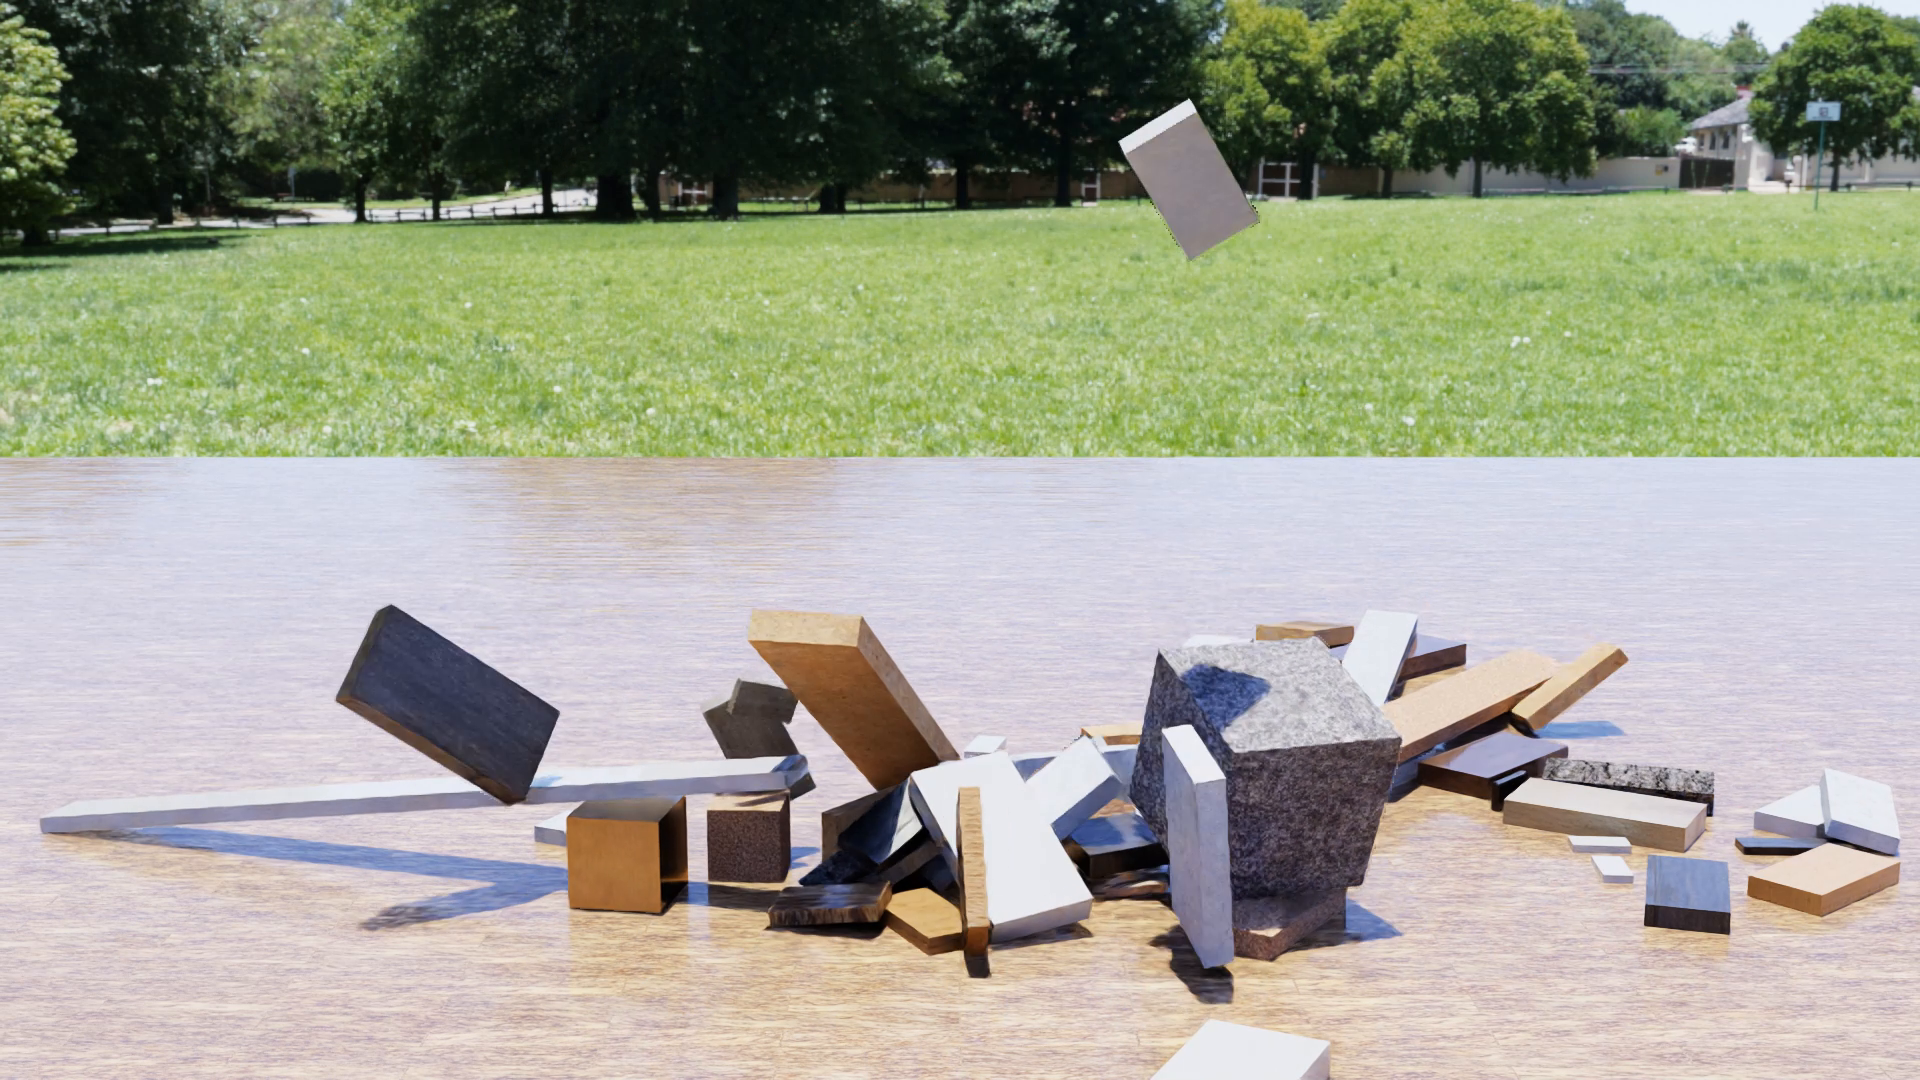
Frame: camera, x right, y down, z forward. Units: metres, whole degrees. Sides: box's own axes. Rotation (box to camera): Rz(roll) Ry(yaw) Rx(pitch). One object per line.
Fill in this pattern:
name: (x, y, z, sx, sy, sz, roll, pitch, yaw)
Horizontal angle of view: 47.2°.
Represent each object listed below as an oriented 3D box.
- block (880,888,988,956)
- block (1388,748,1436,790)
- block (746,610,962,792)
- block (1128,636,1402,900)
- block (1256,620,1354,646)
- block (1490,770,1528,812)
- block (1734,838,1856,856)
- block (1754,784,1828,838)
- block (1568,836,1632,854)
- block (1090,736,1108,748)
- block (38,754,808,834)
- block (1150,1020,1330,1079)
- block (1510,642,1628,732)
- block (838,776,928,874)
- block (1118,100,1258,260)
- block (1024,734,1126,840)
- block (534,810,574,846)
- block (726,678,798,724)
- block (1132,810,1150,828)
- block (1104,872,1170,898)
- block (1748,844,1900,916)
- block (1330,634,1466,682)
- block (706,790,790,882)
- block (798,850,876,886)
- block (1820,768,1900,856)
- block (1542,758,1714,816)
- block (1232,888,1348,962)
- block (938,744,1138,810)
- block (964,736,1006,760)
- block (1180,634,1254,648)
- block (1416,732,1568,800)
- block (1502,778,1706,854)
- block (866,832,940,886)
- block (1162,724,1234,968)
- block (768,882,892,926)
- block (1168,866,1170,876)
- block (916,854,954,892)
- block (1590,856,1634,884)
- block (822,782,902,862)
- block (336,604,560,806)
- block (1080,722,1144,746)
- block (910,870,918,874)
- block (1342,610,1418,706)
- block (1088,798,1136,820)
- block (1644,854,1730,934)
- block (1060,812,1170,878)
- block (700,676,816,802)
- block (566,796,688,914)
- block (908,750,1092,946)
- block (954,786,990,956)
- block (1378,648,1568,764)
block: (-0.052, 0.606, 3.502, 0.103, 0.029, 0.206, -6, 12, -28)
block: (0.788, 0.448, 4.314, 0.155, 0.044, 0.310, 9, 14, 39)
block: (-0.156, 0.301, 3.824, 0.179, 0.051, 0.872, 3, -22, 14)
block: (0.489, 0.370, 3.579, 0.294, 0.294, 0.294, -3, 31, -20)
block: (0.844, 0.229, 5.371, 0.145, 0.041, 0.290, 5, 3, 29)
block: (1.037, 0.474, 4.149, 0.015, 0.054, 0.107, 10, 15, 42)
block: (1.474, 0.542, 3.885, 0.191, 0.015, 0.054, 0, 11, 3)
block: (1.573, 0.503, 4.048, 0.236, 0.033, 0.118, -10, 15, -43)
block: (1.133, 0.540, 3.897, 0.101, 0.014, 0.050, 1, 11, 5)
block: (0.180, 0.441, 4.203, 0.116, 0.033, 0.241, -39, -12, 31)
block: (-0.959, 0.443, 3.808, 1.460, 0.029, 0.103, -5, 9, 18)
block: (0.343, 0.719, 2.843, 0.172, 0.049, 0.345, 5, 12, 26)
block: (1.290, 0.309, 4.662, 0.246, 0.035, 0.123, -38, 5, 0)
block: (-0.108, 0.471, 3.637, 0.090, 0.026, 0.181, 31, 47, 27)
block: (0.352, -0.548, 3.365, 0.123, 0.246, 0.035, -30, 44, 11)
block: (0.135, 0.462, 3.712, 0.284, 0.040, 0.142, -39, 28, 2)
block: (-0.647, 0.525, 3.938, 0.206, 0.029, 0.103, 5, 12, 25)
block: (-0.334, 0.274, 3.748, 0.122, 0.061, 0.017, 14, 9, -37)
block: (0.347, 0.472, 3.684, 0.104, 0.015, 0.052, 23, 30, 21)
block: (0.295, 0.575, 3.662, 0.104, 0.015, 0.052, -8, 9, 10)
block: (1.449, 0.568, 3.687, 0.259, 0.037, 0.130, -9, 14, -40)
block: (1.014, 0.281, 5.194, 0.358, 0.051, 0.179, -9, 14, -41)
block: (-0.362, 0.506, 3.779, 0.125, 0.125, 0.125, 1, 11, 3)
block: (-0.173, 0.537, 3.658, 0.181, 0.026, 0.090, -34, 23, -18)
block: (1.625, 0.488, 3.976, 0.118, 0.033, 0.236, 16, 21, 13)
block: (1.274, 0.470, 4.196, 0.310, 0.044, 0.155, 4, 11, 19)
block: (0.495, 0.595, 3.518, 0.142, 0.040, 0.284, 10, 14, 32)
block: (0.164, 0.461, 3.906, 0.405, 0.163, 0.046, -3, 4, -18)
block: (0.052, 0.426, 4.504, 0.061, 0.017, 0.122, 3, 11, 14)
block: (0.592, 0.280, 5.226, 0.145, 0.041, 0.290, 4, 11, 20)
block: (1.053, 0.443, 4.339, 0.155, 0.044, 0.310, 10, 14, 43)
block: (1.178, 0.501, 4.021, 0.326, 0.046, 0.163, 6, 12, 31)
block: (-0.087, 0.514, 3.690, 0.214, 0.030, 0.107, -33, 23, -9)
block: (0.357, 0.460, 3.303, 0.046, 0.326, 0.163, -10, 26, -9)
block: (-0.208, 0.585, 3.534, 0.181, 0.026, 0.090, -5, 16, 14)
block: (0.508, 0.561, 3.771, 0.301, 0.014, 0.048, -4, 11, -11)
block: (0.011, 0.490, 3.727, 0.214, 0.030, 0.107, -43, 33, -9)
block: (1.117, 0.564, 3.767, 0.050, 0.014, 0.101, 1, 11, 4)
block: (-0.139, 0.501, 3.827, 0.033, 0.118, 0.274, 8, 13, 36)
block: (-0.830, 0.271, 3.588, 0.347, 0.172, 0.049, 37, -39, -28)
block: (0.344, 0.407, 4.593, 0.165, 0.023, 0.082, -3, 11, -15)
block: (-0.058, 0.514, 3.783, 0.214, 0.107, 0.030, -4, 11, -21)
block: (0.852, 0.331, 4.692, 0.123, 0.035, 1.506, 6, 12, 15)
block: (0.213, 0.481, 3.848, 0.187, 0.027, 0.094, 21, 50, -12)
block: (1.196, 0.581, 3.618, 0.130, 0.037, 0.259, 3, 11, 18)
block: (0.324, 0.504, 3.727, 0.283, 0.040, 0.142, -7, 16, -18)
block: (-0.350, 0.361, 3.829, 0.116, 0.231, 0.033, -26, 25, -3)
block: (-0.550, 0.515, 3.647, 0.156, 0.156, 0.156, 2, 11, 9)
block: (0.062, 0.493, 3.570, 0.172, 0.049, 0.345, -11, 43, -21)
block: (0.018, 0.512, 3.403, 0.033, 0.231, 0.116, -1, -32, -4)
block: (1.062, 0.341, 4.648, 0.130, 0.037, 1.109, 22, 17, 29)
